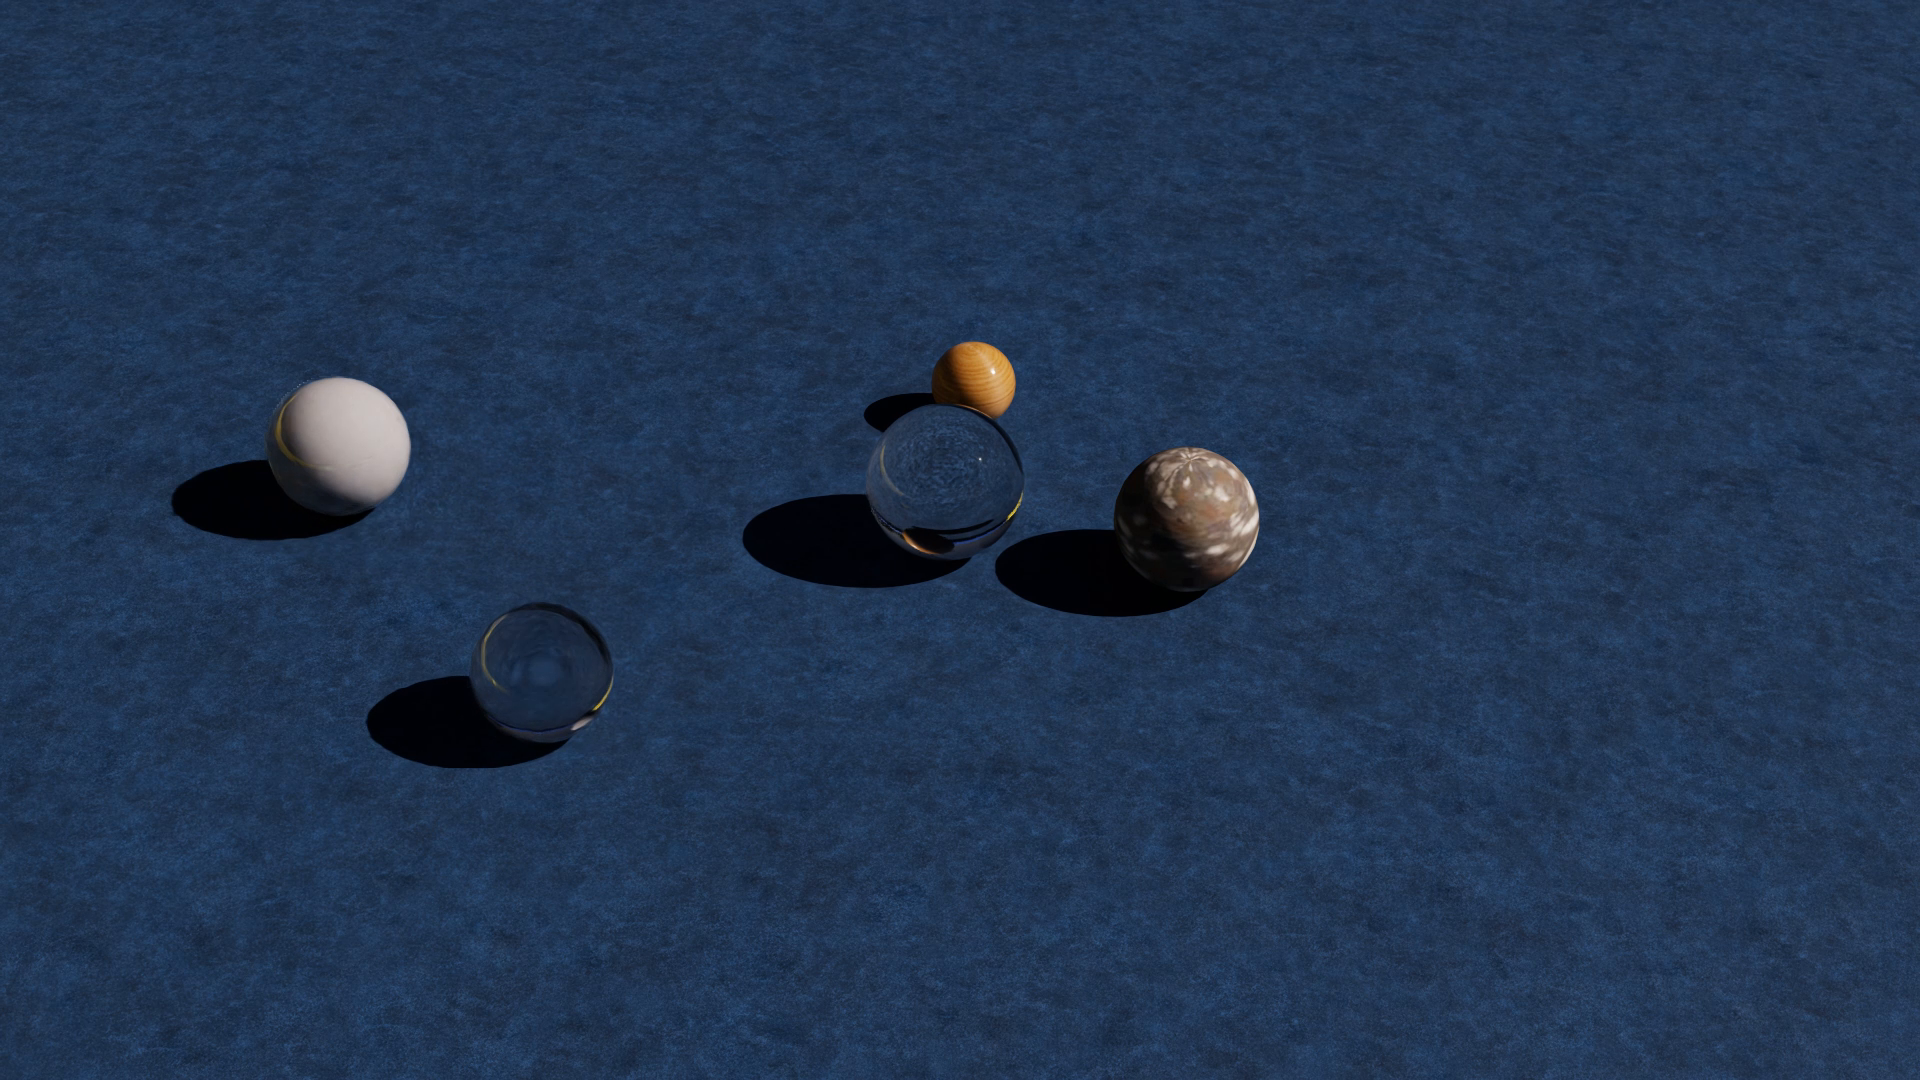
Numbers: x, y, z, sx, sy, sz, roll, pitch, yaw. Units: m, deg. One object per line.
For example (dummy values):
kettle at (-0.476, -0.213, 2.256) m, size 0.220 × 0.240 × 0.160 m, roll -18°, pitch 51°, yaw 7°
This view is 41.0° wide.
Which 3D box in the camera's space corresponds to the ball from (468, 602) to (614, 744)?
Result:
ball at (-0.228, 0.072, 1.396) m, size 0.078 × 0.078 × 0.078 m, roll 0°, pitch 37°, yaw 0°

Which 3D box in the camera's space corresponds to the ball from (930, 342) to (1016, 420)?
ball at (0.009, -0.100, 1.645) m, size 0.055 × 0.055 × 0.055 m, roll 0°, pitch 37°, yaw 0°

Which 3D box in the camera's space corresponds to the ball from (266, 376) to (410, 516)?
ball at (-0.378, -0.057, 1.562) m, size 0.085 × 0.085 × 0.085 m, roll 0°, pitch 37°, yaw 0°

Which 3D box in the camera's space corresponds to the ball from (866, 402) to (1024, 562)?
ball at (-0.009, -0.034, 1.525) m, size 0.094 × 0.094 × 0.094 m, roll 0°, pitch 37°, yaw 0°

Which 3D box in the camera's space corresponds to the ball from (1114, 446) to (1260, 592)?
ball at (0.133, -0.012, 1.502) m, size 0.085 × 0.085 × 0.085 m, roll 0°, pitch 37°, yaw 0°
